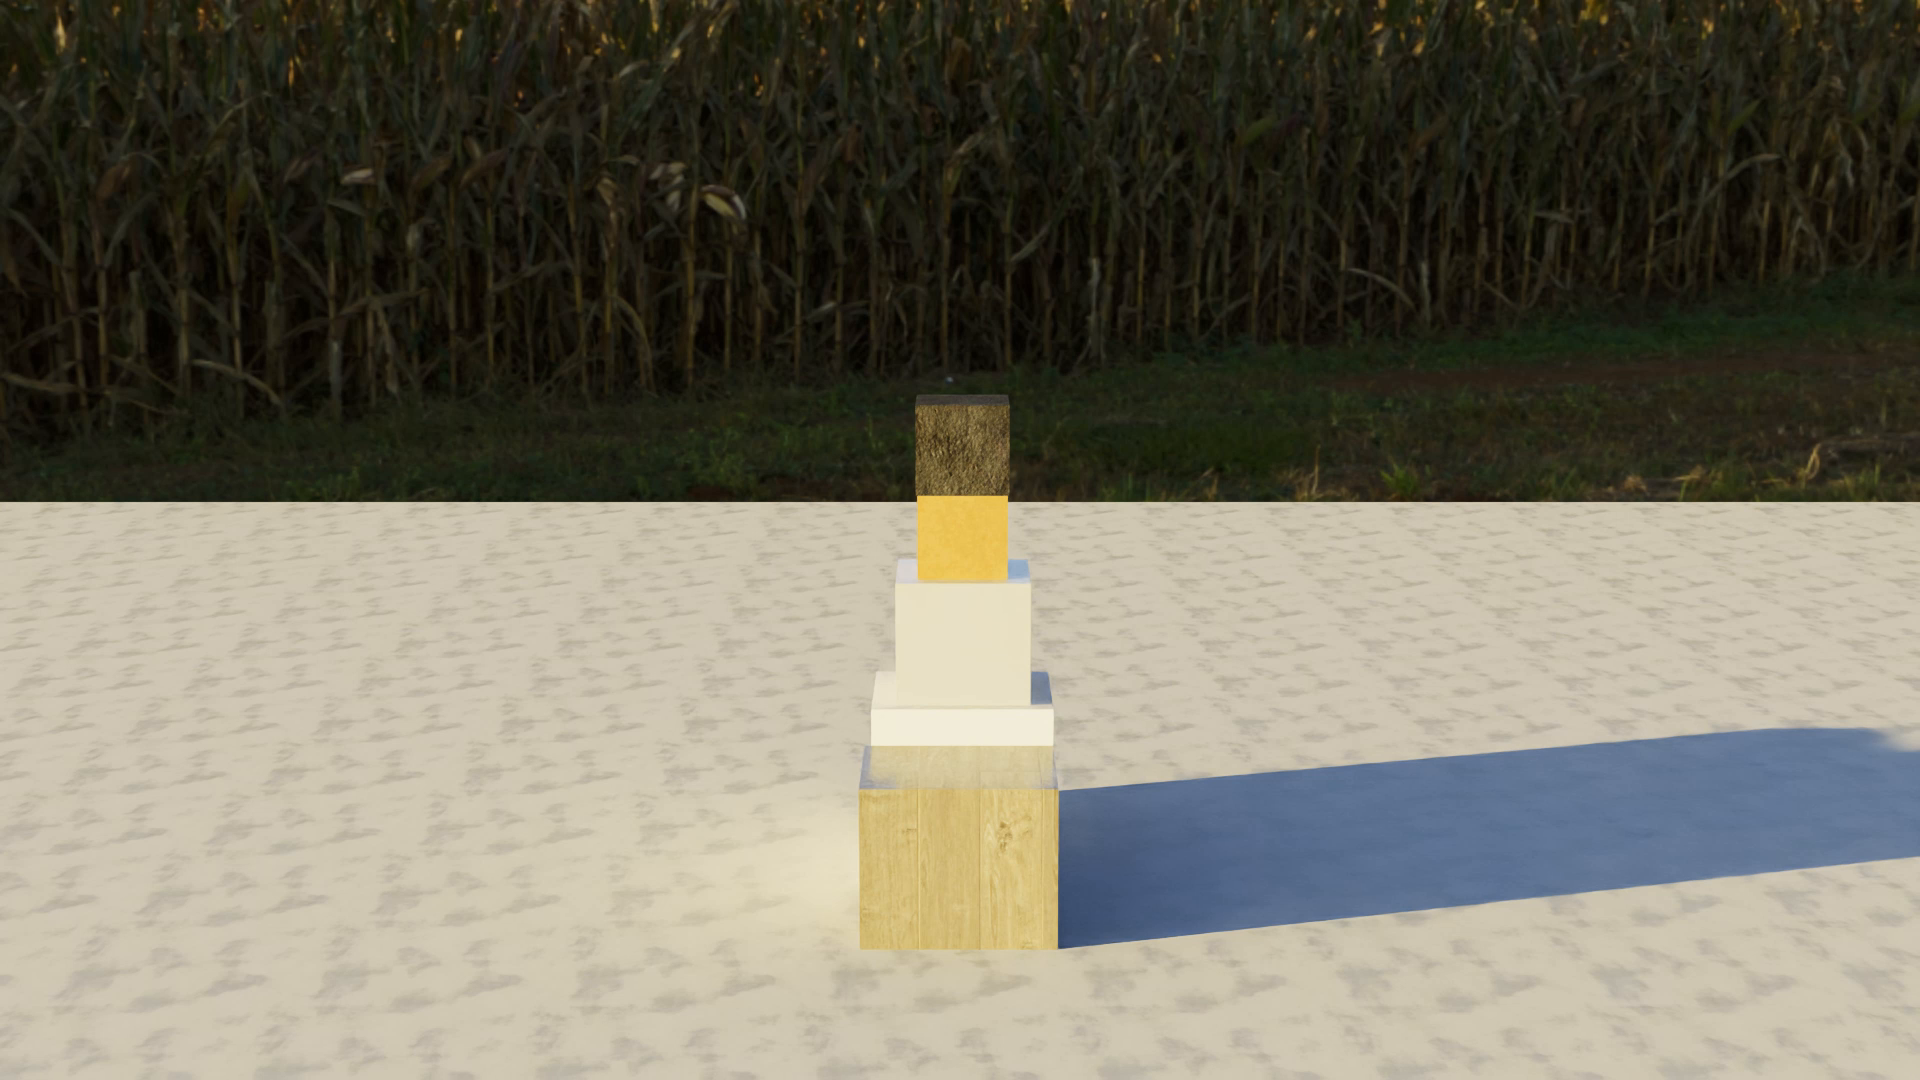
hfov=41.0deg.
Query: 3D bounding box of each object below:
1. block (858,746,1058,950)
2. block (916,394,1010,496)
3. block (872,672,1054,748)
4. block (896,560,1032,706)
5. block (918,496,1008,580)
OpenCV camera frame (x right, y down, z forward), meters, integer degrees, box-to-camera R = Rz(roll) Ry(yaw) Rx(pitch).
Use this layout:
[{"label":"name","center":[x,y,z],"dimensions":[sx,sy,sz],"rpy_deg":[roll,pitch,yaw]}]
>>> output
[{"label":"block","center":[-0.005,1.271,10.694],"dimensions":[0.803,0.673,0.681],"rpy_deg":[0,10,0]},{"label":"block","center":[0.011,-0.413,11.105],"dimensions":[0.401,0.389,0.370],"rpy_deg":[0,10,0]},{"label":"block","center":[0.010,1.068,11.373],"dimensions":[0.778,0.829,0.707],"rpy_deg":[0,10,0]},{"label":"block","center":[0.014,0.398,11.253],"dimensions":[0.577,0.533,0.563],"rpy_deg":[0,10,0]},{"label":"block","center":[0.011,-0.043,11.173],"dimensions":[0.386,0.363,0.363],"rpy_deg":[0,10,0]}]
